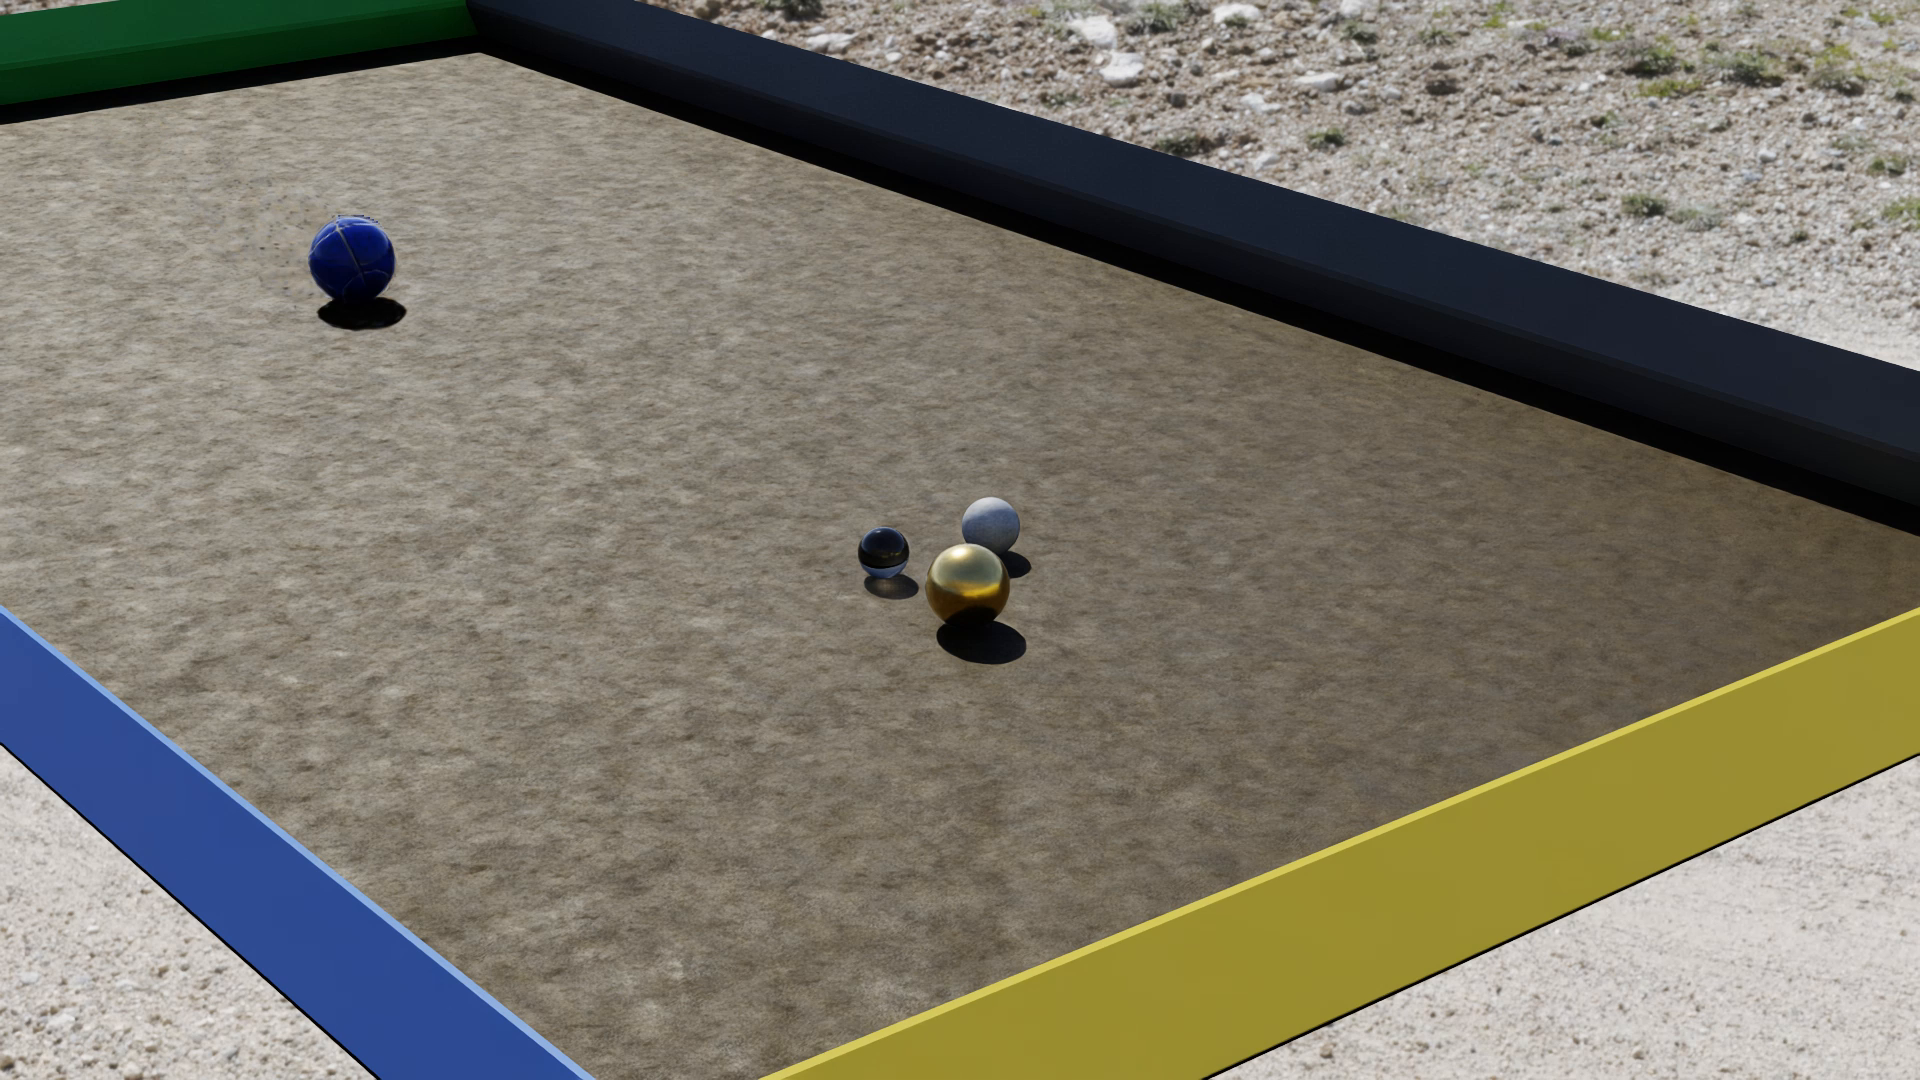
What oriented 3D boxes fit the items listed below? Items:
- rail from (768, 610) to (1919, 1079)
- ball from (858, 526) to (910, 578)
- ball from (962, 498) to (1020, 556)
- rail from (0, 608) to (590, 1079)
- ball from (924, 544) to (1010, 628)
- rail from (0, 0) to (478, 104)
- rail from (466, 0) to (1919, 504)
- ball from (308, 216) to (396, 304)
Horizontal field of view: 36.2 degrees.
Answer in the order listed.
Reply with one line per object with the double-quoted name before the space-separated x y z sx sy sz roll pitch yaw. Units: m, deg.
"rail" 0.441 0.173 2.003 1.569 0.123 0.045 -16 27 -35
"ball" -0.066 0.011 2.520 0.045 0.045 0.045 0 22 0
"ball" 0.027 -0.012 2.569 0.051 0.051 0.051 0 22 0
"rail" -1.052 -0.071 2.616 0.045 0.123 2.935 -16 27 -35
"ball" 0.006 0.038 2.418 0.070 0.070 0.070 0 22 0
"rail" -1.352 -0.663 4.107 1.569 0.123 0.045 -16 27 -35
"rail" 0.141 -0.419 3.493 0.045 0.123 2.935 -16 27 -35
"ball" -0.674 -0.310 3.260 0.095 0.095 0.095 0 22 0
